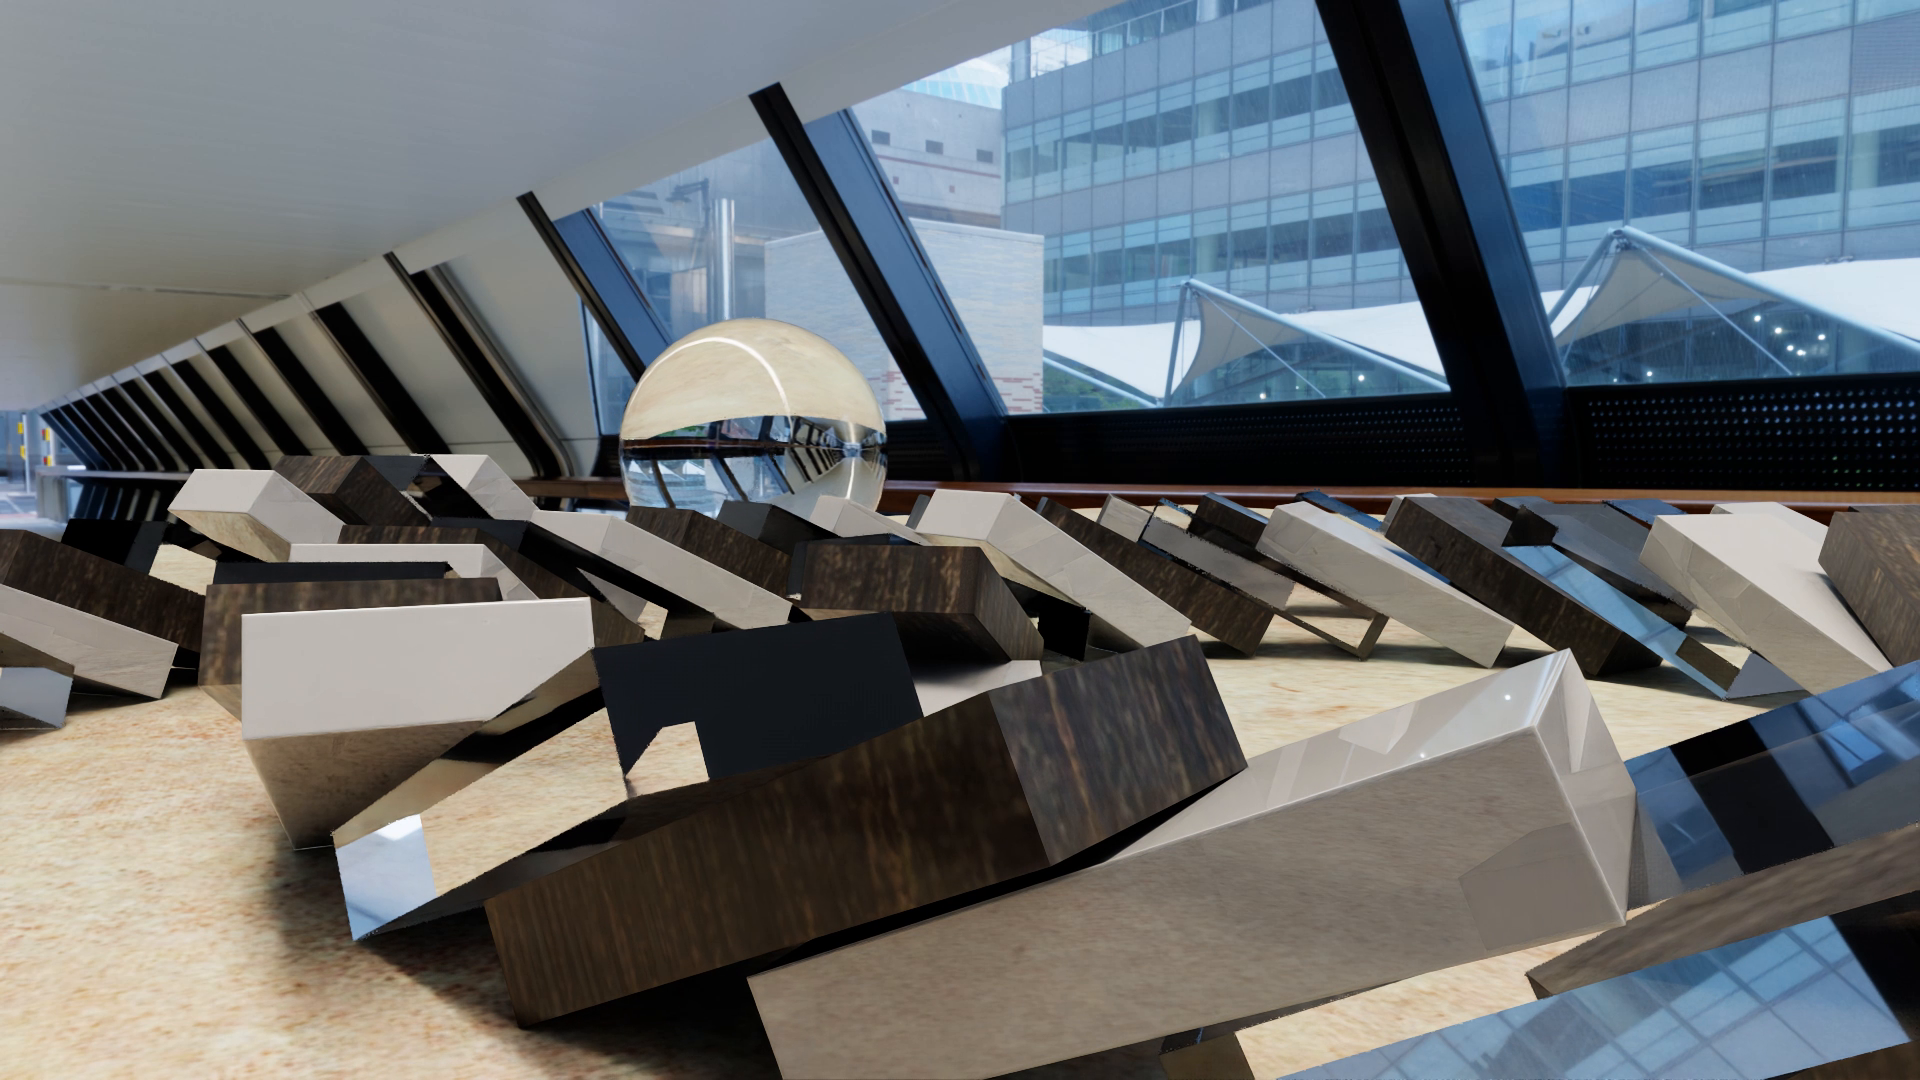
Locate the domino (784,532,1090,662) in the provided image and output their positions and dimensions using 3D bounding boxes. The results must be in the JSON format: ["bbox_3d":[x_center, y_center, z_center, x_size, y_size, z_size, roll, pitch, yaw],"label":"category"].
[{"bbox_3d":[-0.003,0.011,0.228,0.050,0.010,0.025,22,-19,-41],"label":"domino"}]

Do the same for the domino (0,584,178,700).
[{"bbox_3d":[-0.151,0.013,0.196,0.025,0.010,0.050,1,-20,18],"label":"domino"}]

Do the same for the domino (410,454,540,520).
[{"bbox_3d":[-0.105,0.000,0.297,0.025,0.010,0.050,2,-36,29],"label":"domino"}]

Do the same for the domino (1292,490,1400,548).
[{"bbox_3d":[0.110,0.003,0.331,0.050,0.009,0.025,29,16,23],"label":"domino"}]

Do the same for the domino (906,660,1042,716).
[{"bbox_3d":[-0.001,0.025,0.172,0.025,0.009,0.050,0,4,2],"label":"domino"}]

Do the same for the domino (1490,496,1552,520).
[{"bbox_3d":[0.154,0.005,0.307,0.025,0.009,0.050,-4,30,-44],"label":"domino"}]

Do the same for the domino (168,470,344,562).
[{"bbox_3d":[-0.129,0.004,0.260,0.025,0.009,0.050,2,-32,29],"label":"domino"}]

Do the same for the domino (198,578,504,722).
[{"bbox_3d":[-0.062,0.017,0.141,0.025,0.010,0.050,-1,-20,-15],"label":"domino"}]

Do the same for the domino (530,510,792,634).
[{"bbox_3d":[-0.061,0.008,0.261,0.025,0.009,0.050,3,-19,39],"label":"domino"}]

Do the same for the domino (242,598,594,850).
[{"bbox_3d":[-0.050,0.019,0.120,0.025,0.009,0.050,-2,-20,-24],"label":"domino"}]

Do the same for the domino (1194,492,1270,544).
[{"bbox_3d":[0.086,0.003,0.335,0.050,0.009,0.025,26,11,12],"label":"domino"}]

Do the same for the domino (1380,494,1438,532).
[{"bbox_3d":[0.134,0.004,0.322,0.050,0.010,0.025,33,23,34],"label":"domino"}]

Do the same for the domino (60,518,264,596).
[{"bbox_3d":[-0.137,0.010,0.241,0.025,0.010,0.050,2,-20,22],"label":"domino"}]

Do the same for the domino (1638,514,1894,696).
[{"bbox_3d":[0.141,0.012,0.212,0.025,0.009,0.050,-1,30,-14],"label":"domino"}]

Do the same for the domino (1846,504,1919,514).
[{"bbox_3d":[0.203,0.009,0.252,0.025,0.010,0.050,-1,29,-18],"label":"domino"}]

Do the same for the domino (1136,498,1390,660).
[{"bbox_3d":[0.062,0.007,0.266,0.050,0.009,0.025,28,8,9],"label":"domino"}]

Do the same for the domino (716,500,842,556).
[{"bbox_3d":[-0.031,0.005,0.300,0.050,0.009,0.025,27,-12,-33],"label":"domino"}]

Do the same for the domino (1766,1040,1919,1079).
[{"bbox_3d":[0.065,0.022,0.080,0.050,0.009,0.025,-26,6,-2],"label":"domino"}]

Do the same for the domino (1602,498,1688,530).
[{"bbox_3d":[0.172,0.006,0.291,0.025,0.009,0.050,-3,30,-36],"label":"domino"}]

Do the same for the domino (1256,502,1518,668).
[{"bbox_3d":[0.088,0.008,0.262,0.050,0.009,0.025,30,17,23],"label":"domino"}]

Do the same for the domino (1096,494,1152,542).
[{"bbox_3d":[0.060,0.003,0.335,0.050,0.009,0.025,25,6,3],"label":"domino"}]

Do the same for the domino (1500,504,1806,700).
[{"bbox_3d":[0.128,0.009,0.234,0.025,0.009,0.050,-1,30,-28],"label":"domino"}]

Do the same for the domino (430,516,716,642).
[{"bbox_3d":[-0.072,0.010,0.240,0.025,0.009,0.050,2,-20,31],"label":"domino"}]

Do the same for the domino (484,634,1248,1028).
[{"bbox_3d":[-0.008,0.021,0.090,0.050,0.010,0.025,-27,-12,34],"label":"domino"}]

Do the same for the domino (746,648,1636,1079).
[{"bbox_3d":[0.014,0.022,0.080,0.050,0.009,0.025,-26,-9,28],"label":"domino"}]

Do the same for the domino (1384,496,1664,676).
[{"bbox_3d":[0.112,0.008,0.253,0.025,0.010,0.050,-1,31,-38],"label":"domino"}]

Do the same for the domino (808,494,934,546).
[{"bbox_3d":[-0.011,0.004,0.317,0.050,0.009,0.025,25,-5,-20],"label":"domino"}]

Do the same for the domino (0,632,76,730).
[{"bbox_3d":[-0.145,0.015,0.169,0.025,0.010,0.050,0,-21,-5],"label":"domino"}]

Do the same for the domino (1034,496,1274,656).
[{"bbox_3d":[0.038,0.007,0.264,0.050,0.009,0.025,27,3,-1],"label":"domino"}]

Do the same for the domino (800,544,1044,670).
[{"bbox_3d":[-0.004,0.013,0.200,0.025,0.009,0.050,1,-19,15],"label":"domino"}]

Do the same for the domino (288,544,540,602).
[{"bbox_3d":[-0.074,0.014,0.189,0.025,0.009,0.050,0,-20,0],"label":"domino"}]

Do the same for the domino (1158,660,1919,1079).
[{"bbox_3d":[0.038,0.022,0.075,0.050,0.009,0.025,-25,-4,19],"label":"domino"}]

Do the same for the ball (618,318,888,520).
[{"bbox_3d":[-0.062,-0.026,0.387,0.080,0.080,0.080,0,4,0],"label":"ball"}]

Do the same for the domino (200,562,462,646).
[{"bbox_3d":[-0.071,0.016,0.165,0.025,0.009,0.050,0,-20,-3],"label":"domino"}]

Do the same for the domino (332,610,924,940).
[{"bbox_3d":[-0.029,0.020,0.103,0.025,0.010,0.050,-4,-19,-45],"label":"domino"}]

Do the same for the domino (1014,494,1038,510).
[{"bbox_3d":[0.036,0.003,0.333,0.050,0.009,0.025,24,4,-3],"label":"domino"}]

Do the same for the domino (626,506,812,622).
[{"bbox_3d":[-0.047,0.007,0.282,0.025,0.009,0.050,4,-18,46],"label":"domino"}]

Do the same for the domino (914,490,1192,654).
[{"bbox_3d":[0.018,0.007,0.246,0.050,0.010,0.025,33,-14,-29],"label":"domino"}]

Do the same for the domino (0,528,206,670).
[{"bbox_3d":[-0.146,0.011,0.220,0.025,0.009,0.050,2,-20,22],"label":"domino"}]

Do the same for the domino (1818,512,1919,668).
[{"bbox_3d":[0.150,0.013,0.188,0.025,0.010,0.050,3,31,11],"label":"domino"}]

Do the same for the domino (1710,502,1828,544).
[{"bbox_3d":[0.188,0.008,0.272,0.025,0.009,0.050,-3,29,-31],"label":"domino"}]

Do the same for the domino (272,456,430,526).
[{"bbox_3d":[-0.121,0.002,0.273,0.025,0.009,0.050,2,-36,29],"label":"domino"}]

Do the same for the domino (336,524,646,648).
[{"bbox_3d":[-0.077,0.011,0.215,0.025,0.009,0.050,1,-21,18],"label":"domino"}]

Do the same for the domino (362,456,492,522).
[{"bbox_3d":[-0.112,0.001,0.284,0.025,0.009,0.050,2,-36,29],"label":"domino"}]

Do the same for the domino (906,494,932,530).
[{"bbox_3d":[0.012,0.003,0.328,0.050,0.009,0.025,24,0,-9],"label":"domino"}]
